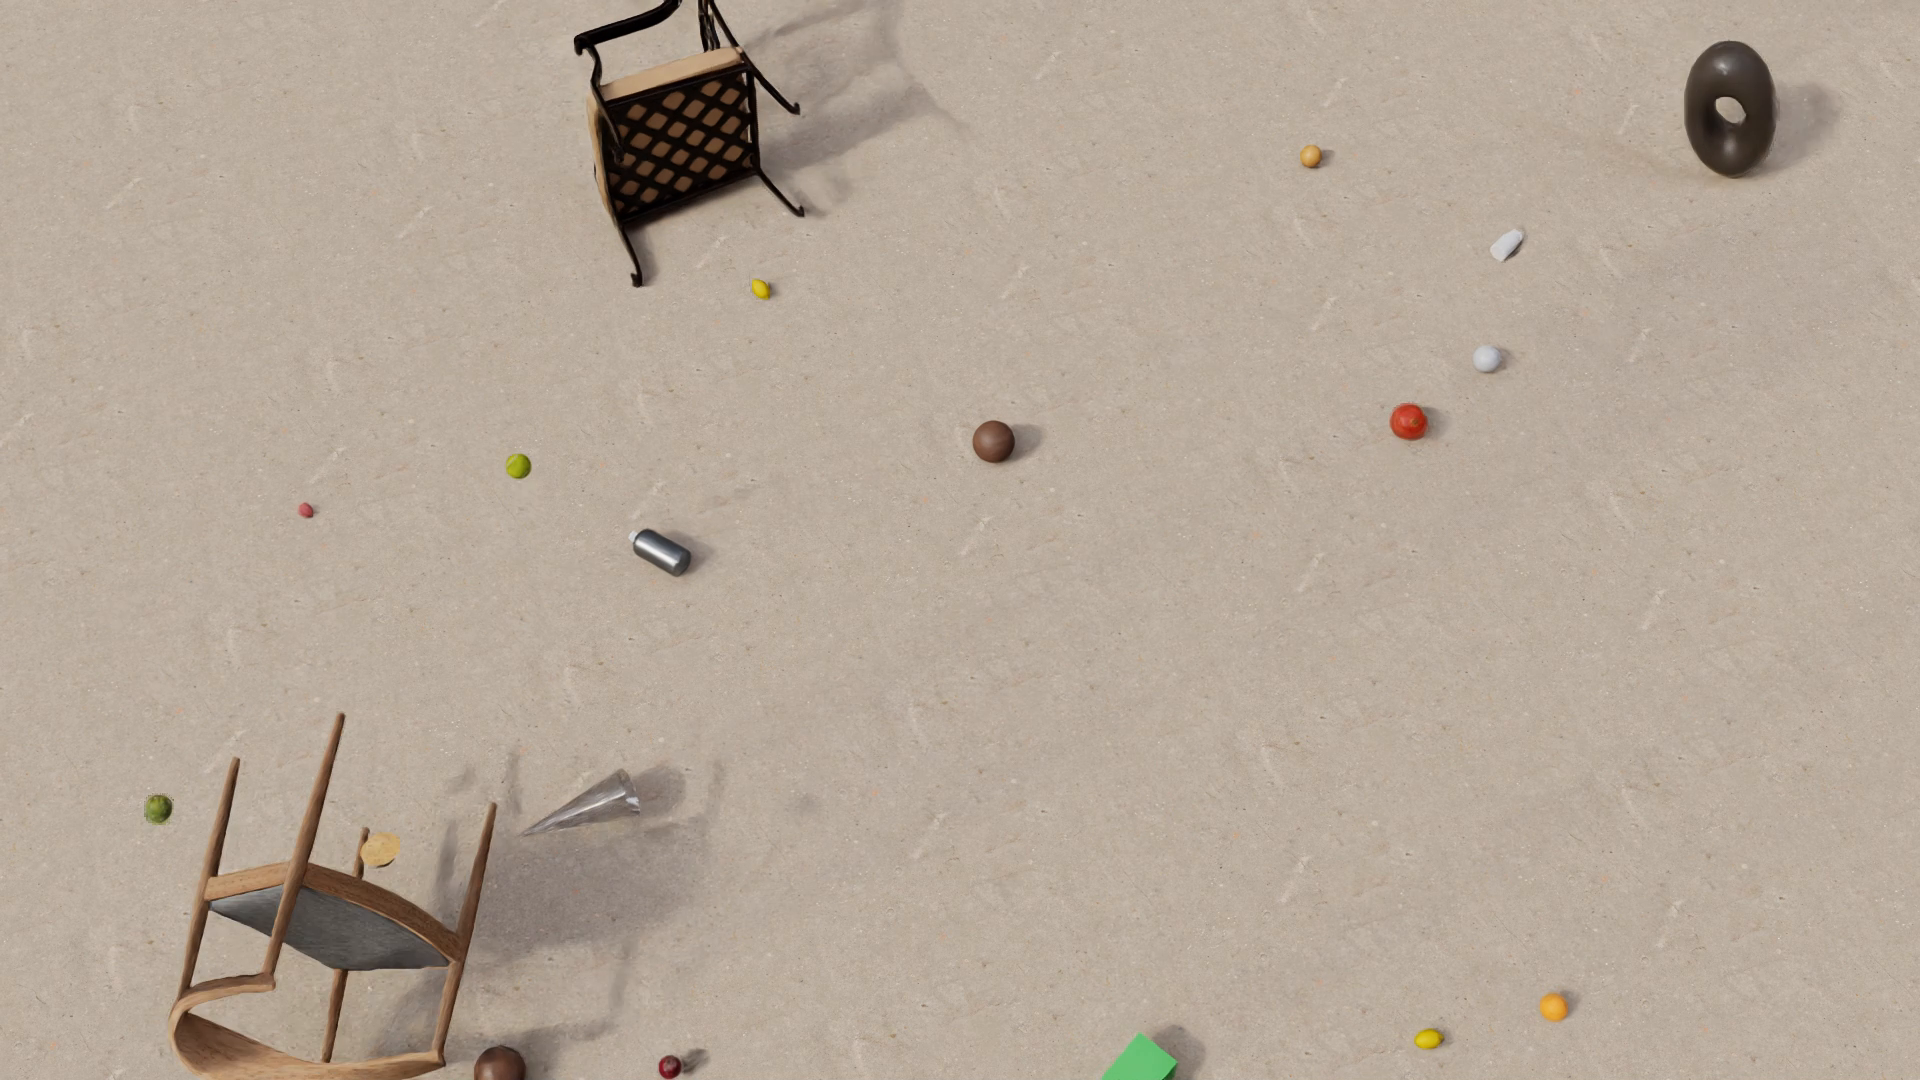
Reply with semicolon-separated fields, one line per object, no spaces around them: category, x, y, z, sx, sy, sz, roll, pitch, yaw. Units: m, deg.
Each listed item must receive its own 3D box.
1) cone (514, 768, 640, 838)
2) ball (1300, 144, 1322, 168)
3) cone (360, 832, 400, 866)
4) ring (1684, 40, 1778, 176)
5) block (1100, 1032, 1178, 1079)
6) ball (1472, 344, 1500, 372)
cone;-1.064;0.754;6.024;0.345;0.138;0.162;-22;16;1
ball;1.180;-1.291;7.395;0.076;0.076;0.076;0;56;0
cone;-1.329;0.734;5.076;0.093;0.065;0.095;-2;44;4
ring;2.523;-1.410;7.203;0.291;0.535;0.178;5;55;26
block;0.424;1.395;5.576;0.121;0.102;0.249;35;63;21
ball;1.652;-0.569;6.903;0.088;0.088;0.088;0;56;0
